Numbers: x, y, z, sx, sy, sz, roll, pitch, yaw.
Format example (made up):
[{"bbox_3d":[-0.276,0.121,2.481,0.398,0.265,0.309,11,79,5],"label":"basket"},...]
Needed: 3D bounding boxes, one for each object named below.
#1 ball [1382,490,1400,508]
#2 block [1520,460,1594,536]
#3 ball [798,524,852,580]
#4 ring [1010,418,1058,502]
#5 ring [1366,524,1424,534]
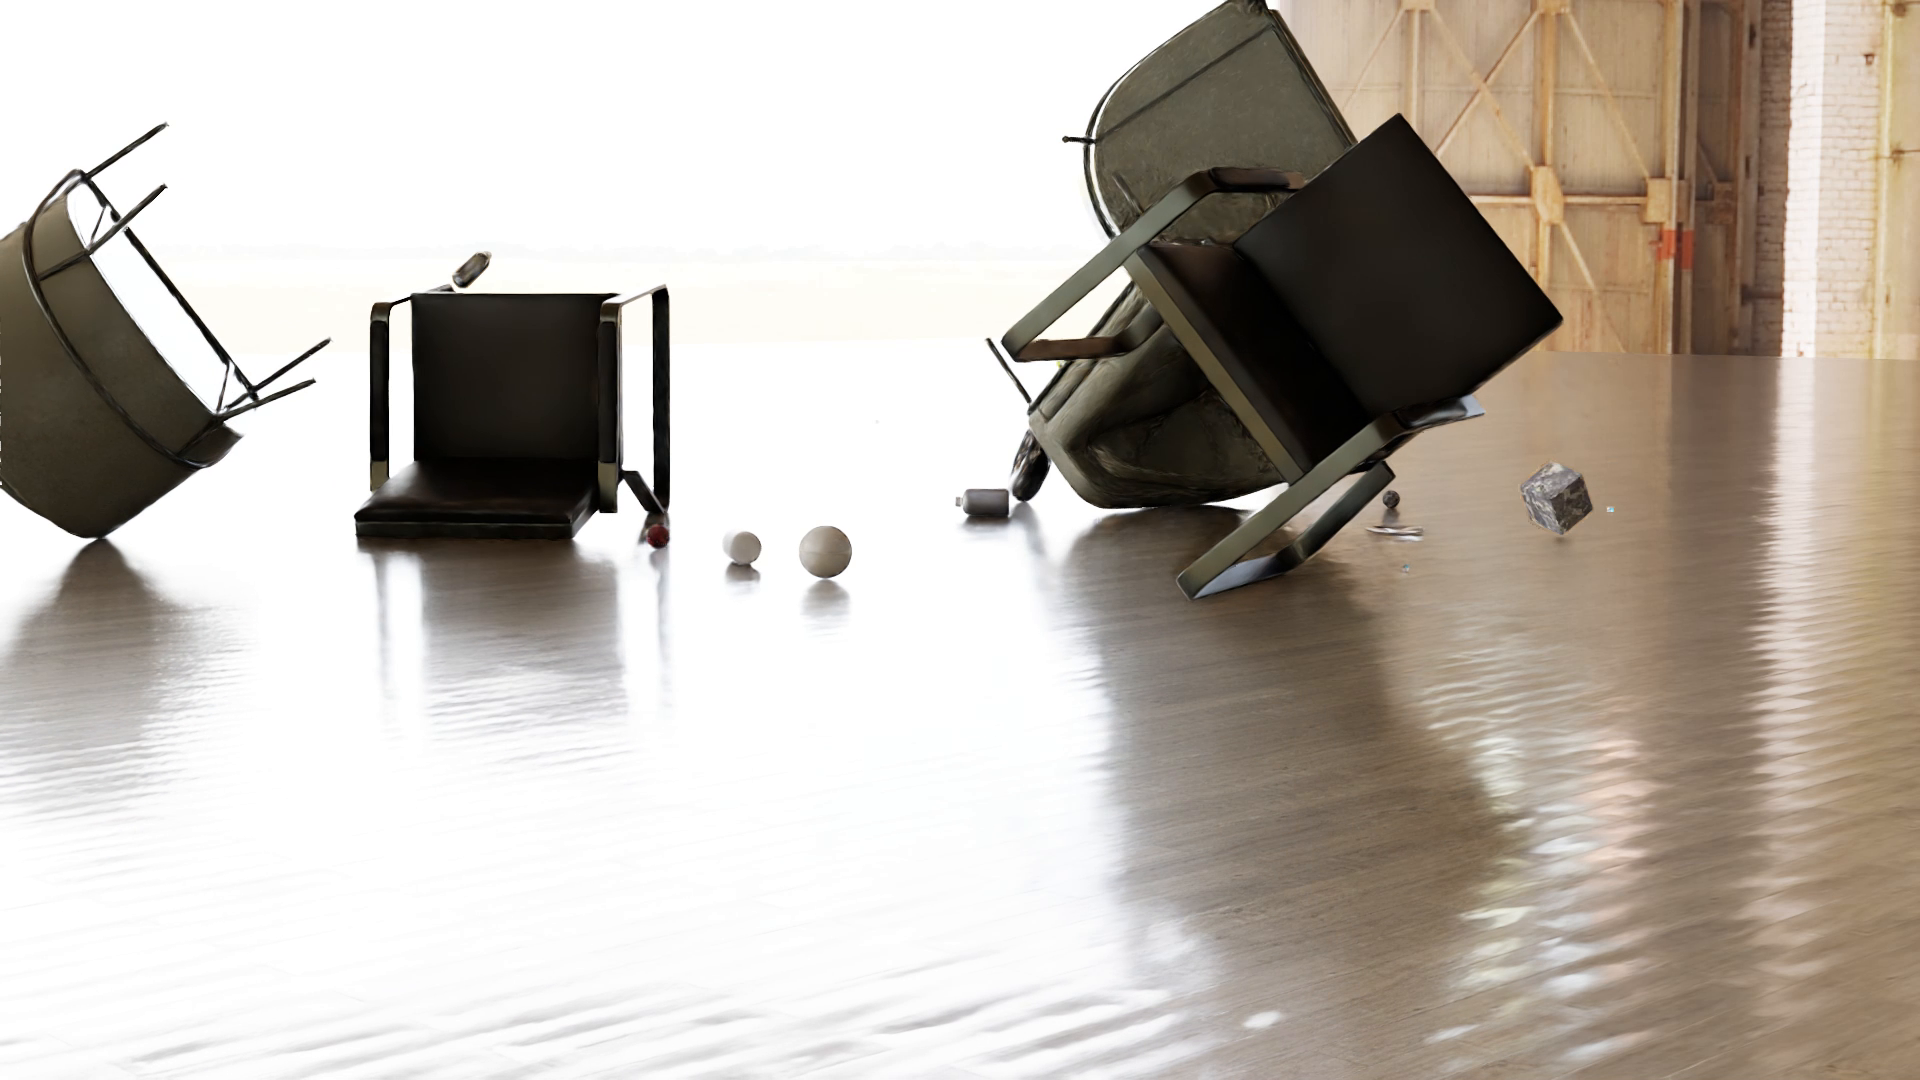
[{"bbox_3d":[1.225,-0.116,7.292,0.051,0.051,0.051,0,6,0],"label":"ball"},{"bbox_3d":[1.518,-0.107,6.530,0.114,0.120,0.112,-37,35,-15],"label":"block"},{"bbox_3d":[-0.293,0.025,5.584,0.119,0.119,0.119,0,6,0],"label":"ball"},{"bbox_3d":[0.215,-0.237,7.554,0.082,0.196,0.345,26,39,-10],"label":"ring"},{"bbox_3d":[1.118,-0.027,6.585,0.148,0.018,0.075,1,7,9],"label":"ring"}]
